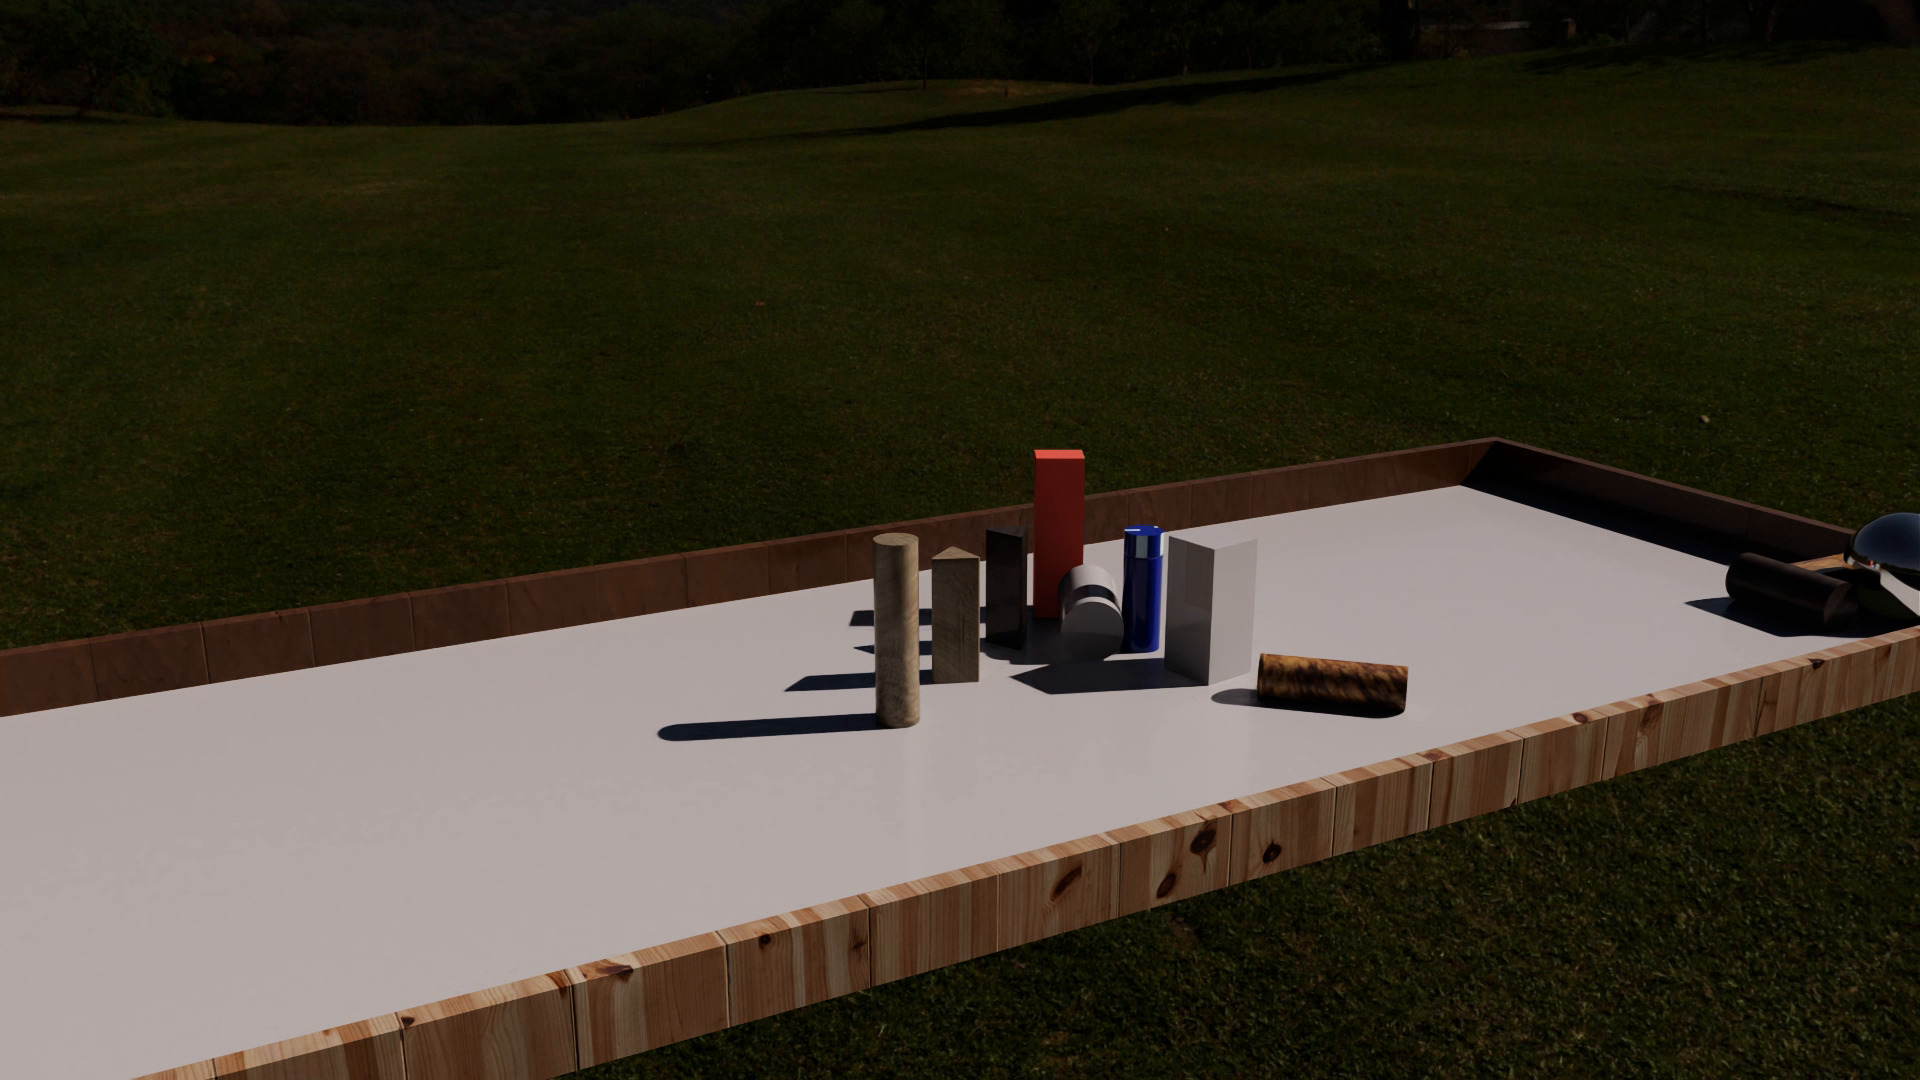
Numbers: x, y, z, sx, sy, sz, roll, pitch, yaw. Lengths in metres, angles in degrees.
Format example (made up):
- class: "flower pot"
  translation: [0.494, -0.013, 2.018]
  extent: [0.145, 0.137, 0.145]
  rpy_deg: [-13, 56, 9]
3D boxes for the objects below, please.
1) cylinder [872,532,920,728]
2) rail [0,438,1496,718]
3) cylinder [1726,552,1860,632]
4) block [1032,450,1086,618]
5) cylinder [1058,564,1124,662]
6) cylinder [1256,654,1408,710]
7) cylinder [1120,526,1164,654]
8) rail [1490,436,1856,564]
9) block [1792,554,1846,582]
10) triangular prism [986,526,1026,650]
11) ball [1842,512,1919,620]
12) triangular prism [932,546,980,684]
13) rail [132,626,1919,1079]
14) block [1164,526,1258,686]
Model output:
- class: "cylinder"
  translation: [-0.147, 0.212, 3.842]
  extent: [0.105, 0.447, 0.105]
  rpy_deg: [0, 16, 0]
- class: "rail"
  translation: [-3.305, 0.497, 3.399]
  extent: [12.000, 0.150, 0.050]
  rpy_deg: [-9, 18, -27]
- class: "cylinder"
  translation: [2.327, 0.143, 4.619]
  extent: [0.141, 0.141, 0.315]
  rpy_deg: [-8, 18, -25]
- class: "block"
  translation: [0.274, -0.018, 4.605]
  extent: [0.132, 0.451, 0.132]
  rpy_deg: [0, 13, 0]
- class: "cylinder"
  translation: [0.347, 0.191, 4.415]
  extent: [0.164, 0.164, 0.321]
  rpy_deg: [0, 16, 2]
- class: "cylinder"
  translation: [0.903, 0.343, 4.000]
  extent: [0.350, 0.106, 0.106]
  rpy_deg: [4, 17, 15]
- class: "cylinder"
  translation: [0.480, 0.129, 4.345]
  extent: [0.103, 0.321, 0.103]
  rpy_deg: [0, 16, 0]
- class: "rail"
  translation: [2.466, -0.048, 5.253]
  extent: [0.050, 0.150, 2.100]
  rpy_deg: [-9, 18, -27]
- class: "block"
  translation: [2.513, 0.118, 4.768]
  extent: [0.322, 0.105, 0.105]
  rpy_deg: [-8, 18, -25]
- class: "triangular prism"
  translation: [0.146, 0.121, 4.389]
  extent: [0.117, 0.313, 0.101]
  rpy_deg: [13, 21, 38]
- class: "ball"
  translation: [2.622, 0.071, 4.582]
  extent: [0.300, 0.300, 0.300]
  rpy_deg: [0, 16, 0]
- class: "triangular prism"
  translation: [-0.014, 0.187, 4.141]
  extent: [0.117, 0.326, 0.101]
  rpy_deg: [-1, 16, -5]
- class: "rail"
  translation: [-2.336, 1.006, 1.665]
  extent: [12.000, 0.150, 0.050]
  rpy_deg: [-9, 18, -27]
- class: "block"
  translation: [0.633, 0.163, 4.170]
  extent: [0.156, 0.355, 0.156]
  rpy_deg: [-13, 21, -37]
